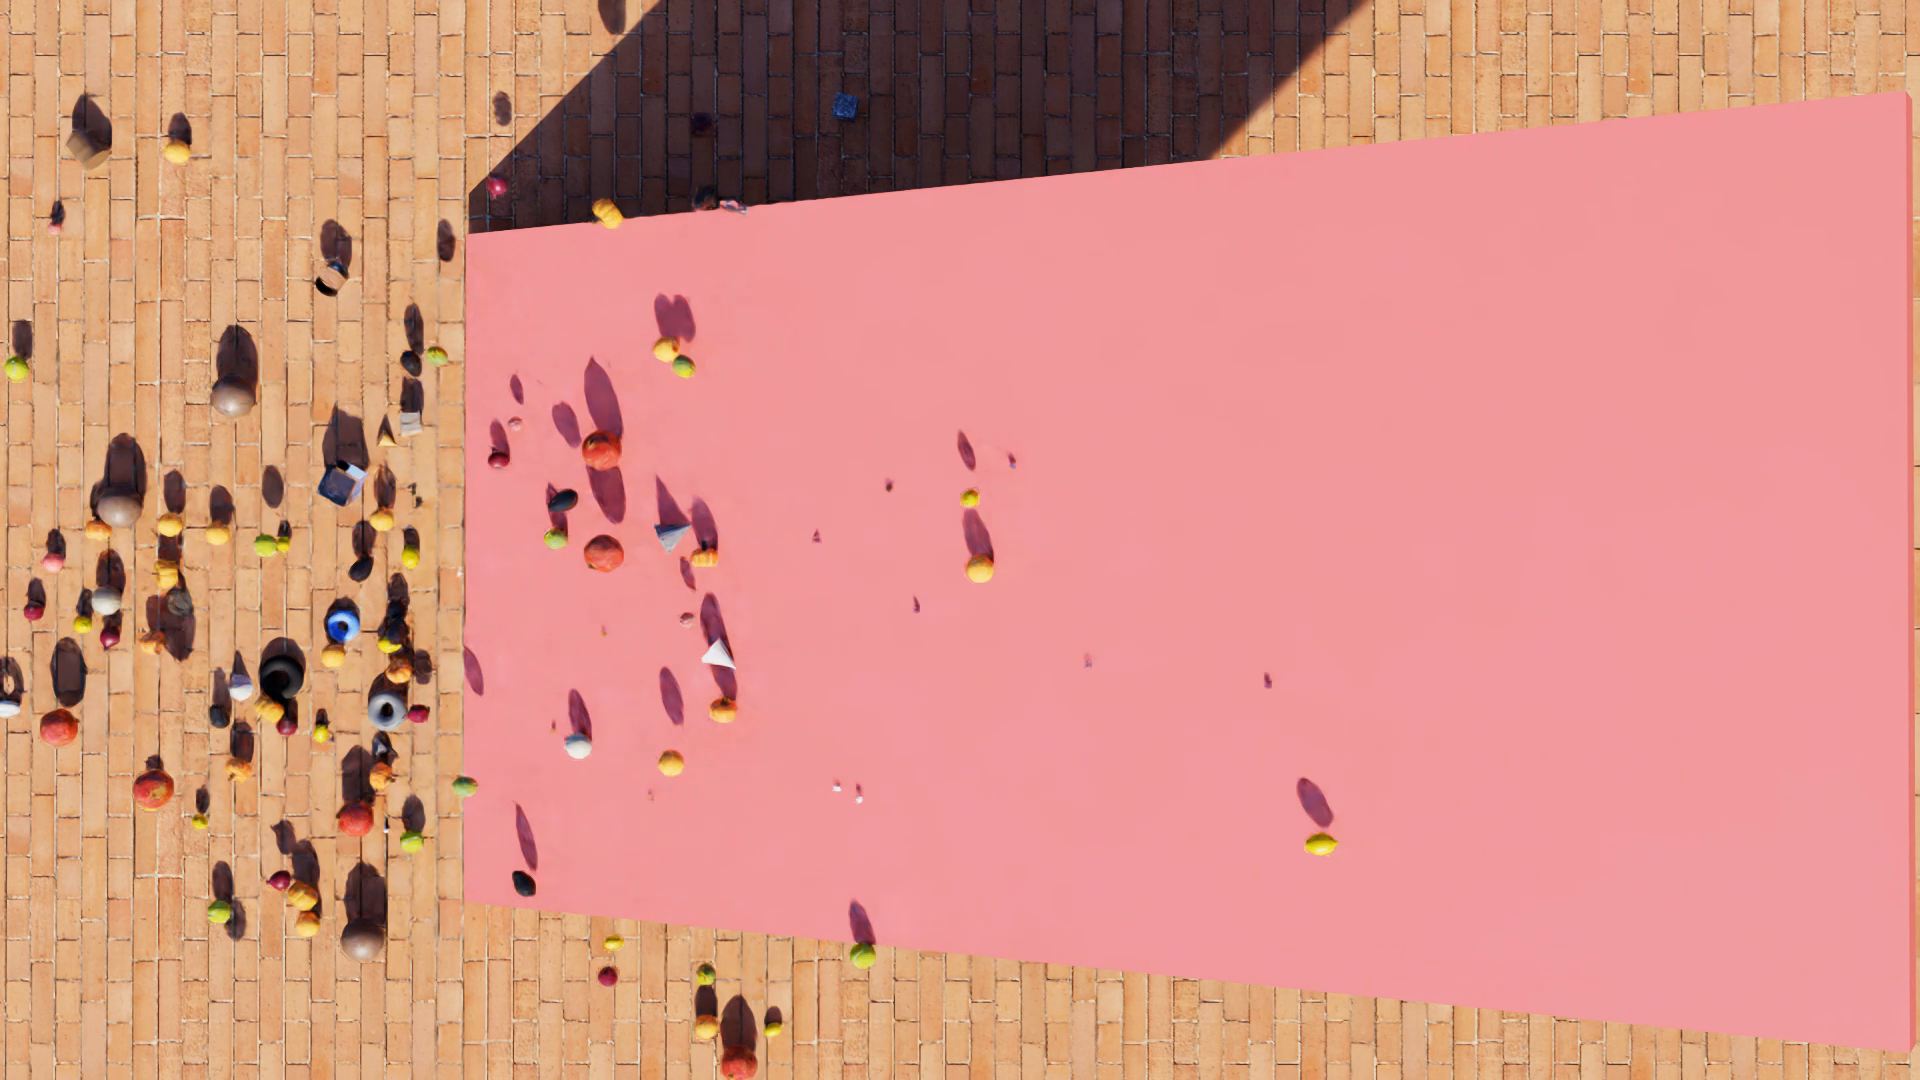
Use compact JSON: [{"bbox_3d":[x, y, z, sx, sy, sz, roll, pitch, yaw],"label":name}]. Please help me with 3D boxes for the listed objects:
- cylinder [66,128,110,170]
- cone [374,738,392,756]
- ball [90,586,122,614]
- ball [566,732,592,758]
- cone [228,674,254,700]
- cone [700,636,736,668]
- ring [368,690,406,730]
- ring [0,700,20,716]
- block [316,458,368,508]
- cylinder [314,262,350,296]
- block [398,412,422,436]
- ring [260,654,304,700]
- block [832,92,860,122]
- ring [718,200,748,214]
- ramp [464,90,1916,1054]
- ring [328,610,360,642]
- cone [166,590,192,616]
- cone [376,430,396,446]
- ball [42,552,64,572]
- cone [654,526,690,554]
[{"bbox_3d":[-2.635,-1.181,6.644,0.088,0.088,0.088,-41,90,0],"label":"cylinder"},{"bbox_3d":[-1.741,0.632,6.658,0.055,0.055,0.055,17,89,-27],"label":"cone"},{"bbox_3d":[-2.573,0.181,6.629,0.090,0.090,0.090,0,89,0],"label":"ball"},{"bbox_3d":[-1.094,0.591,6.312,0.076,0.076,0.076,0,89,0],"label":"ball"},{"bbox_3d":[-2.183,0.446,6.633,0.078,0.078,0.078,0,89,0],"label":"cone"},{"bbox_3d":[-0.655,0.327,6.078,0.091,0.091,0.091,38,90,-3],"label":"cone"},{"bbox_3d":[-1.730,0.514,6.644,0.126,0.042,0.126,-1,86,10],"label":"ring"},{"bbox_3d":[-2.882,0.507,6.627,0.094,0.094,0.031,-6,71,0],"label":"ring"},{"bbox_3d":[-1.860,-0.171,6.618,0.095,0.095,0.095,28,107,0],"label":"block"},{"bbox_3d":[-1.888,-0.785,6.613,0.076,0.076,0.076,23,51,0],"label":"cylinder"},{"bbox_3d":[-1.659,-0.349,6.632,0.057,0.057,0.057,-8,80,-20],"label":"block"},{"bbox_3d":[-2.051,0.414,6.650,0.136,0.045,0.136,0,89,1],"label":"ring"},{"bbox_3d":[-0.347,-1.309,6.655,0.067,0.067,0.067,13,89,0],"label":"block"},{"bbox_3d":[-0.621,-0.912,6.022,0.083,0.083,0.028,16,93,0],"label":"ring"},{"bbox_3d":[0.269,0.074,5.622,4.000,0.100,2.000,0,89,30],"label":"ramp"},{"bbox_3d":[-1.867,0.260,6.658,0.097,0.032,0.097,0,89,-1],"label":"ring"},{"bbox_3d":[-2.369,0.190,6.634,0.081,0.081,0.081,0,89,0],"label":"cone"},{"bbox_3d":[-1.732,-0.298,6.667,0.054,0.054,0.054,29,89,-26],"label":"cone"},{"bbox_3d":[-2.740,0.068,6.645,0.060,0.060,0.060,0,89,0],"label":"ball"},{"bbox_3d":[-0.793,-0.021,6.160,0.092,0.092,0.092,-27,90,0],"label":"cone"}]
